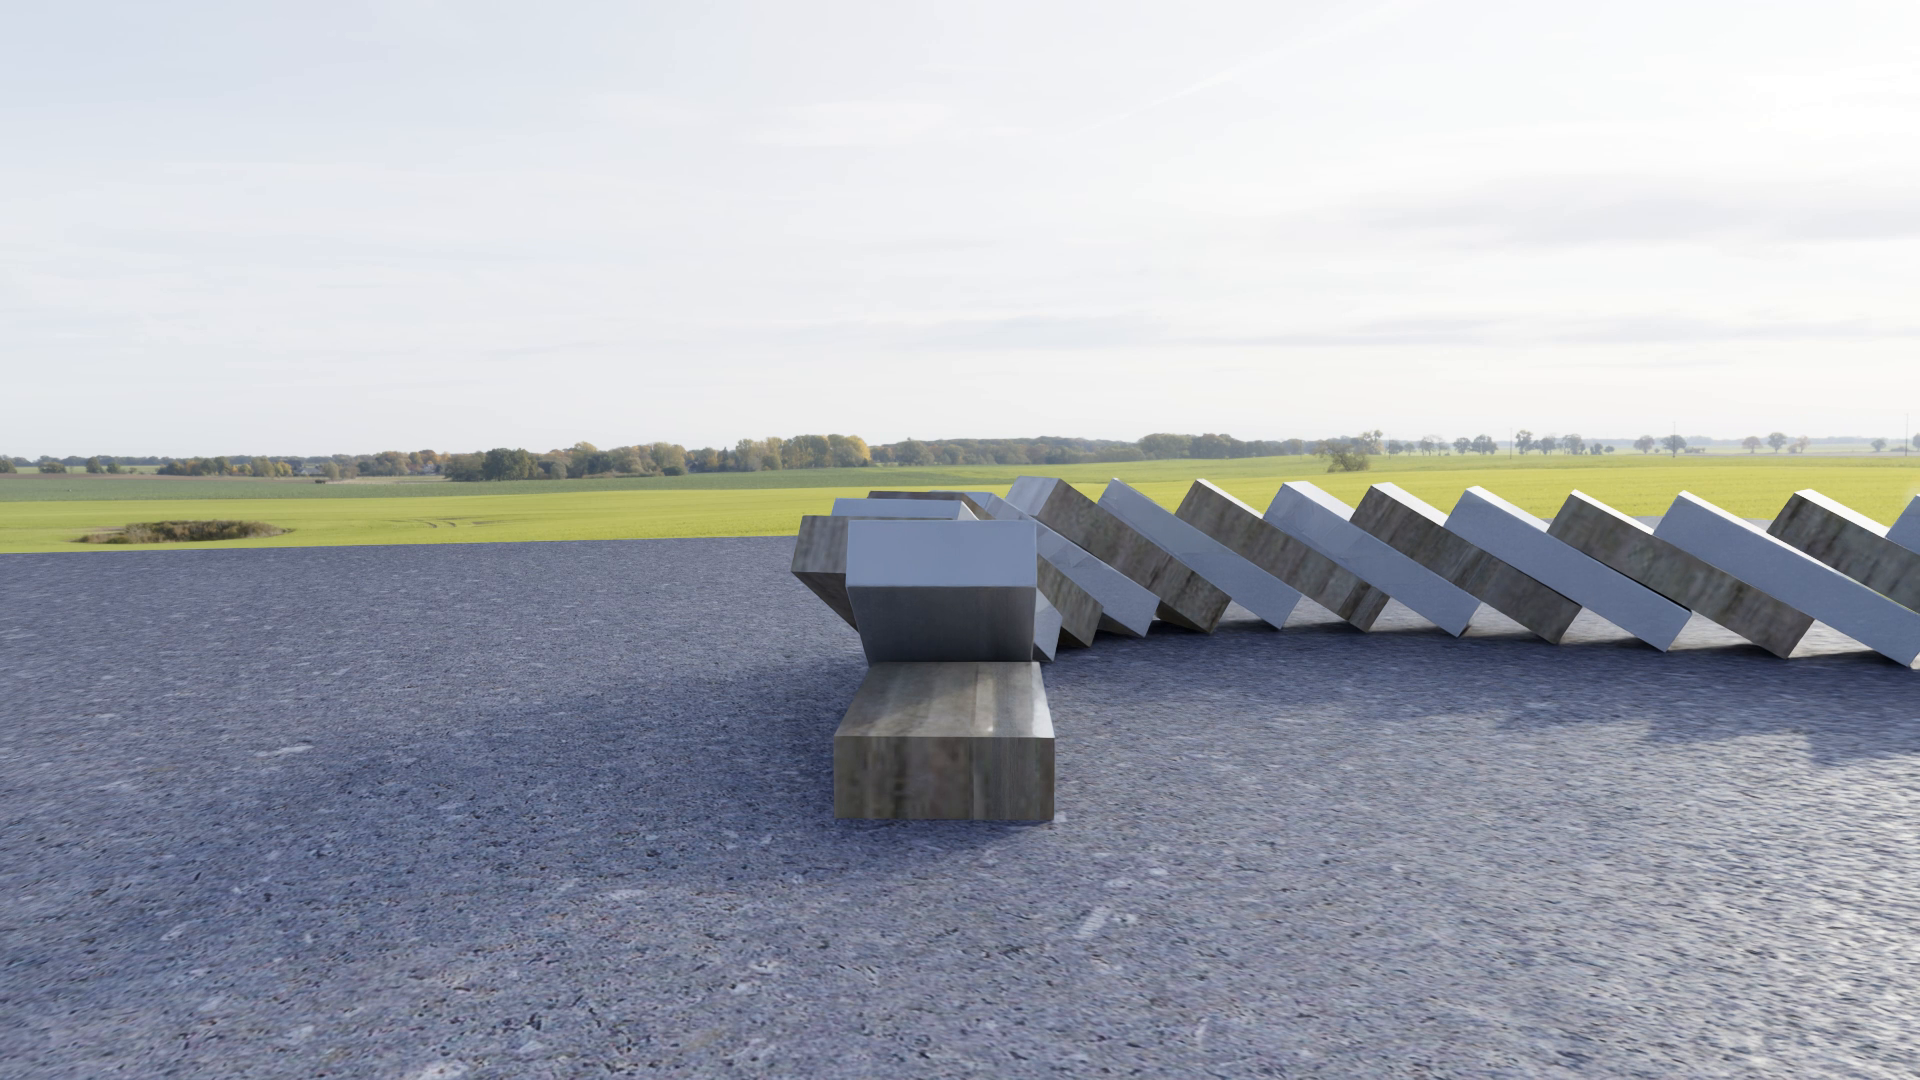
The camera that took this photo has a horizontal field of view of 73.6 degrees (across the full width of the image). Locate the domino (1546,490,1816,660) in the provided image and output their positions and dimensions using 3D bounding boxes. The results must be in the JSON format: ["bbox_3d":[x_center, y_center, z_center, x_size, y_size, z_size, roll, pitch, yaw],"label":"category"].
[{"bbox_3d":[0.151,0.006,0.272,0.050,0.010,0.025,33,18,22],"label":"domino"}]

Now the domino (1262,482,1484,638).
[{"bbox_3d":[0.097,0.003,0.299,0.050,0.010,0.025,35,18,21],"label":"domino"}]

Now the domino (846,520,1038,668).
[{"bbox_3d":[-0.002,0.012,0.192,0.025,0.010,0.050,0,-24,2],"label":"domino"}]

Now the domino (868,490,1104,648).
[{"bbox_3d":[0.005,0.006,0.259,0.025,0.009,0.050,3,-25,43],"label":"domino"}]

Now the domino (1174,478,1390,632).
[{"bbox_3d":[0.075,0.003,0.301,0.050,0.009,0.025,33,10,11],"label":"domino"}]

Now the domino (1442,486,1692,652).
[{"bbox_3d":[0.132,0.005,0.280,0.050,0.010,0.025,34,18,21],"label":"domino"}]

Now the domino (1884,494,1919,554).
[{"bbox_3d":[0.205,0.008,0.242,0.025,0.010,0.050,-5,36,-48],"label":"domino"}]

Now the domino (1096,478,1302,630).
[{"bbox_3d":[0.056,0.002,0.304,0.050,0.009,0.025,32,7,7],"label":"domino"}]

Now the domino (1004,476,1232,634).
[{"bbox_3d":[0.035,0.003,0.292,0.050,0.010,0.025,33,-6,-17],"label":"domino"}]

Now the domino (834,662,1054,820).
[{"bbox_3d":[-0.001,0.025,0.170,0.025,0.009,0.050,0,4,1],"label":"domino"}]

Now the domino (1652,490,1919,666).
[{"bbox_3d":[0.170,0.007,0.264,0.050,0.009,0.025,34,20,25],"label":"domino"}]

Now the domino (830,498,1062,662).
[{"bbox_3d":[-0.002,0.008,0.238,0.025,0.009,0.050,2,-25,27],"label":"domino"}]

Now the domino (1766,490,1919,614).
[{"bbox_3d":[0.190,0.007,0.255,0.050,0.009,0.025,38,26,31],"label":"domino"}]

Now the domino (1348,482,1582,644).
[{"bbox_3d":[0.115,0.004,0.290,0.050,0.009,0.025,35,18,21],"label":"domino"}]

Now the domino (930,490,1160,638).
[{"bbox_3d":[0.017,0.005,0.279,0.050,0.009,0.025,31,-13,-29],"label":"domino"}]

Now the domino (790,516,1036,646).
[{"bbox_3d":[-0.006,0.011,0.217,0.025,0.009,0.050,2,-23,20],"label":"domino"}]
